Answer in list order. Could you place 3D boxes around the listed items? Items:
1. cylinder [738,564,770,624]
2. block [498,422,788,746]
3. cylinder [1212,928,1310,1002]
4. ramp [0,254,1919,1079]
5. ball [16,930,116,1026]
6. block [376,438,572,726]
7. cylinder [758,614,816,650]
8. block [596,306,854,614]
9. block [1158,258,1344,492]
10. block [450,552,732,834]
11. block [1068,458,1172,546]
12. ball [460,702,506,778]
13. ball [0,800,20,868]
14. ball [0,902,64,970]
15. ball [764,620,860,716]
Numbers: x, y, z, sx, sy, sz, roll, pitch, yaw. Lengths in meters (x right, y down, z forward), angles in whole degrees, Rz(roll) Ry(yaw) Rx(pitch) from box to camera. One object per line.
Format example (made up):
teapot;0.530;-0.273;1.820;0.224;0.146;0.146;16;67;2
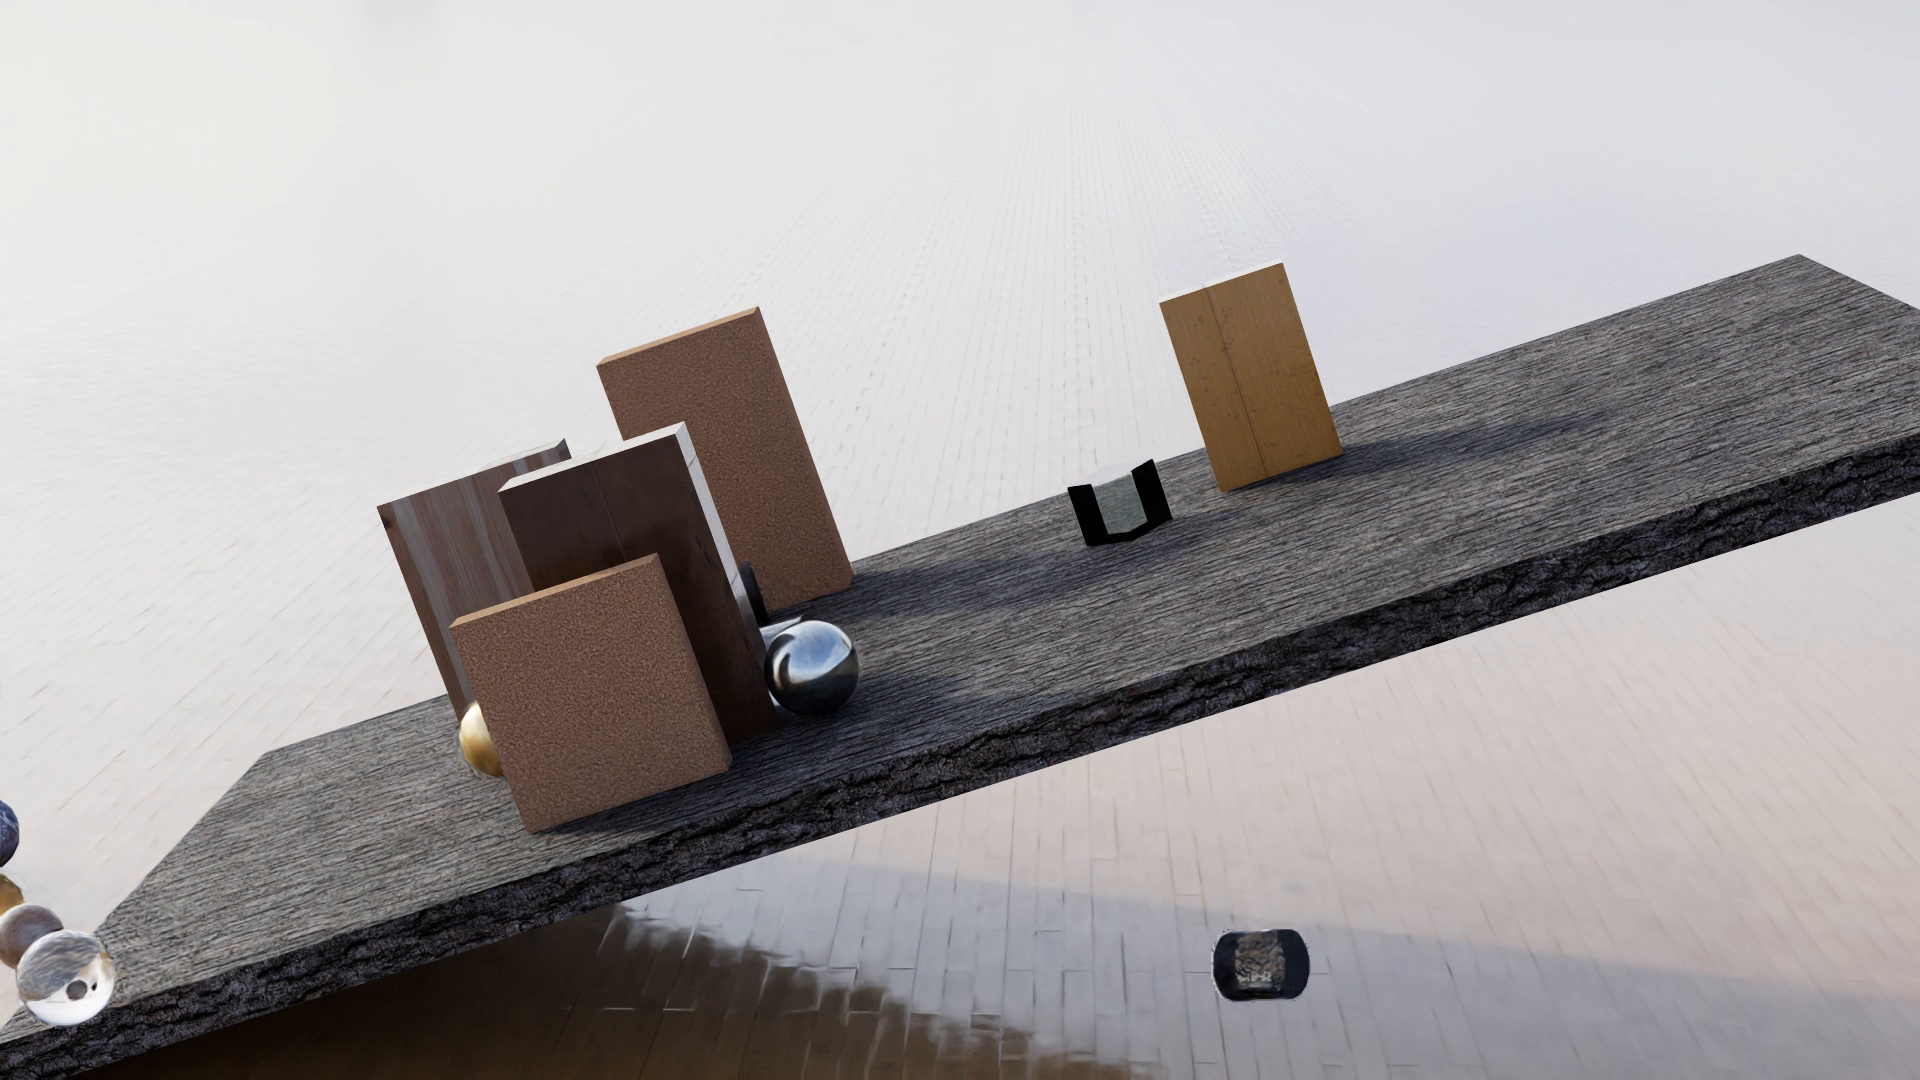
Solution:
cylinder;-0.540;0.148;6.926;0.144;0.144;0.144;-20;14;-3
block;-0.629;0.126;5.889;0.373;0.628;0.138;-18;11;6
cylinder;0.512;0.723;5.003;0.117;0.117;0.117;-11;2;41
ramp;0.106;0.180;6.305;4.000;0.100;2.000;-18;11;6
ball;-1.660;0.813;5.460;0.178;0.178;0.178;0;12;0
block;-0.962;0.138;6.436;0.415;0.616;0.115;-18;11;6
cylinder;-0.372;0.252;6.064;0.165;0.165;0.165;-16;7;18
block;-0.558;-0.163;7.036;0.394;0.693;0.134;-18;11;6
block;0.653;-0.370;6.617;0.288;0.454;0.082;-18;11;6
block;-0.711;0.298;5.691;0.415;0.435;0.080;-18;11;6
block;0.355;-0.083;6.541;0.143;0.143;0.143;-8;15;45
ball;-0.972;0.415;6.247;0.179;0.179;0.179;0;12;0
ball;-2.275;0.682;6.818;0.185;0.185;0.185;0;12;0
ball;-1.894;0.809;5.983;0.141;0.141;0.141;0;12;0
ball;-0.294;0.255;5.844;0.191;0.191;0.191;0;12;0
